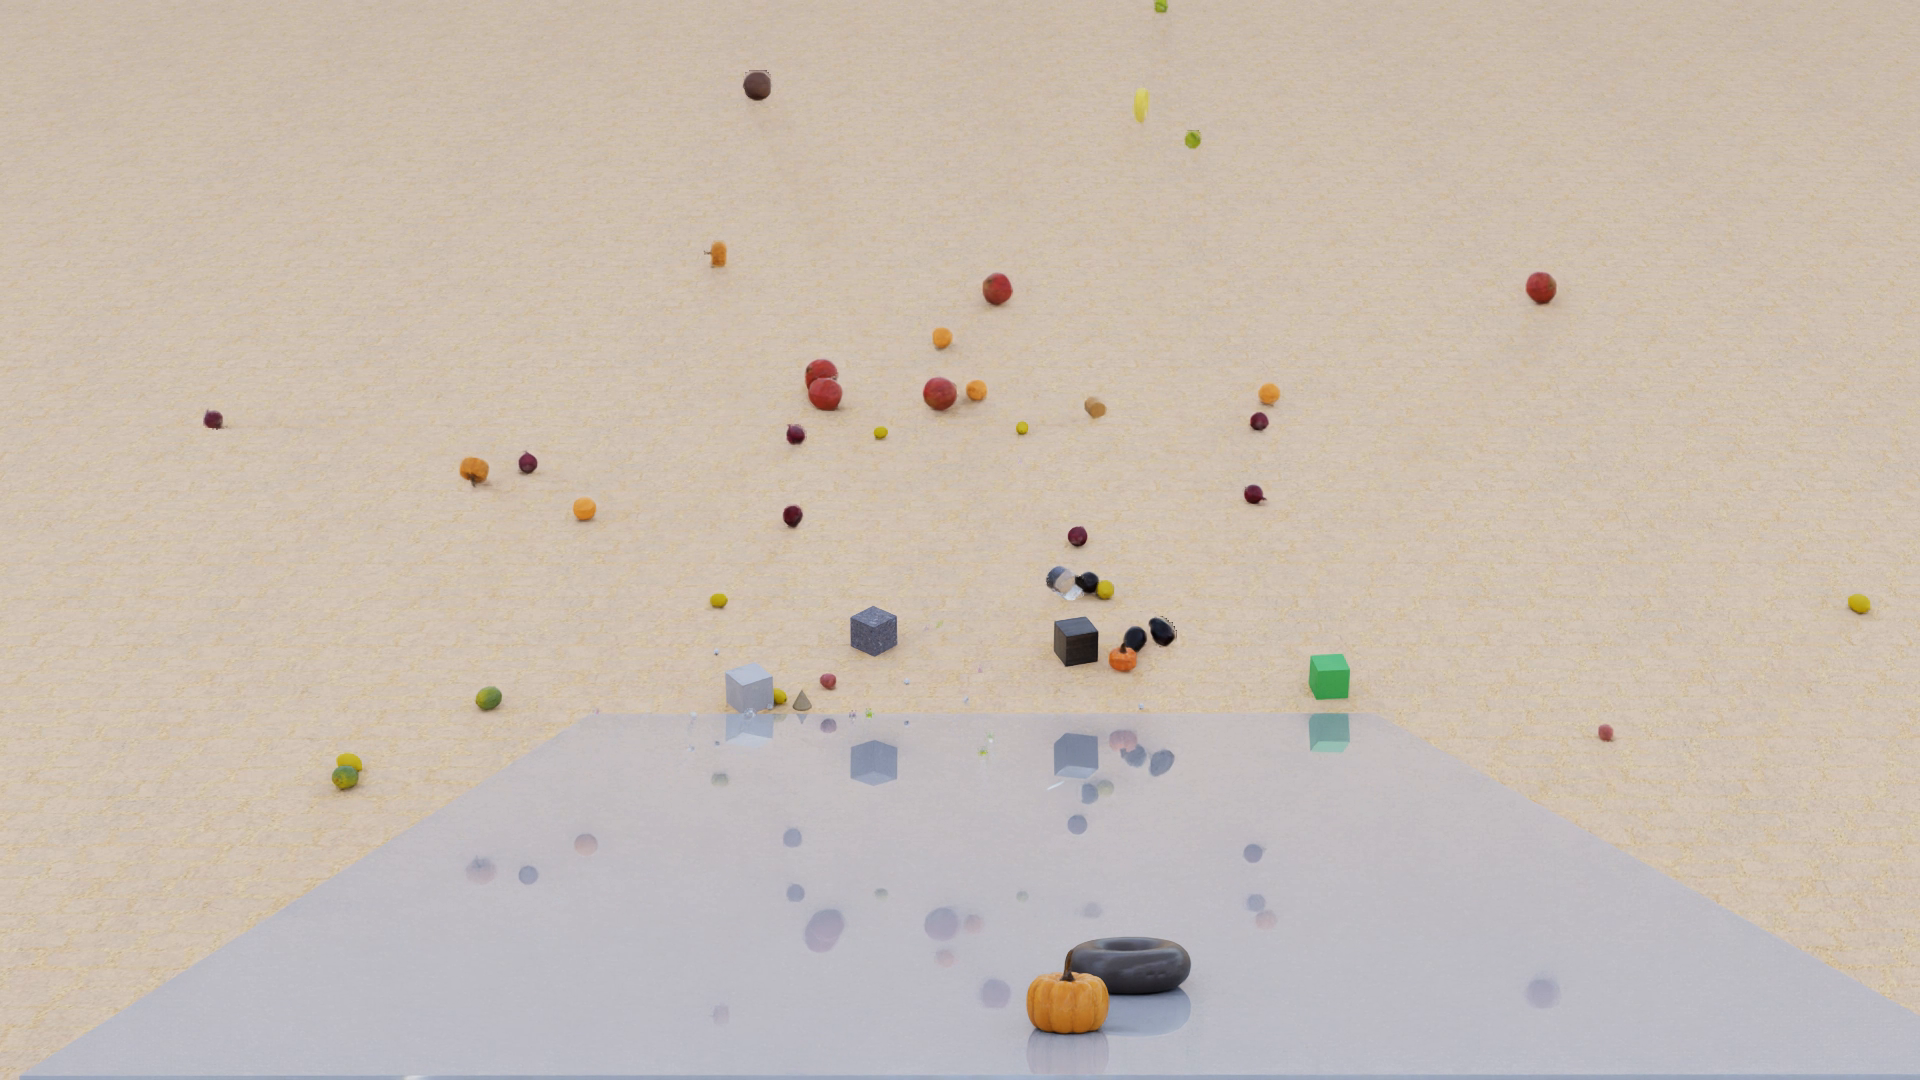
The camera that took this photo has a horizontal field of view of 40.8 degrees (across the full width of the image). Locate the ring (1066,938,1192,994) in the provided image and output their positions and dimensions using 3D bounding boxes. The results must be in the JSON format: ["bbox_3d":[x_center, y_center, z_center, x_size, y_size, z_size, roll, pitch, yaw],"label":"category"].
[{"bbox_3d":[0.197,0.499,3.027,0.148,0.049,0.148,-1,1,0],"label":"ring"}]

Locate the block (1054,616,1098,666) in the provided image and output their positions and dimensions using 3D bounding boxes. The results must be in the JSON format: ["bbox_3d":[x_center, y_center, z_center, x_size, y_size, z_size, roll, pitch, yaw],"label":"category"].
[{"bbox_3d":[0.315,0.275,7.010,0.093,0.093,0.093,-9,27,-17],"label":"block"}]

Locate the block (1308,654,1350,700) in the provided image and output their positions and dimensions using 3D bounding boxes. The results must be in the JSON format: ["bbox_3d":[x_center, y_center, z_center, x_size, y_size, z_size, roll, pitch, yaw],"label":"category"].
[{"bbox_3d":[0.979,0.362,6.841,0.087,0.087,0.087,-3,26,-5],"label":"block"}]

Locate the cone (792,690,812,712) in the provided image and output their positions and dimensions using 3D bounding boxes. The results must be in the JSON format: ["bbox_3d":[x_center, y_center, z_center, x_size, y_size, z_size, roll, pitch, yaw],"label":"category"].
[{"bbox_3d":[-0.415,0.414,6.776,0.052,0.052,0.052,0,26,0],"label":"cone"}]

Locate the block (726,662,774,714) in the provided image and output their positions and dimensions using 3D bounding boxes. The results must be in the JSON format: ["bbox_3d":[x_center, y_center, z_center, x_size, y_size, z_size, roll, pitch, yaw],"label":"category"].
[{"bbox_3d":[-0.553,0.391,6.776,0.092,0.092,0.092,-17,31,-30],"label":"block"}]

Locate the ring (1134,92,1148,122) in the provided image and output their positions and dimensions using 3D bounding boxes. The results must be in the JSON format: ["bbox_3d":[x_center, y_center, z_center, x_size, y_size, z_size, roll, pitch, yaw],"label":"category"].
[{"bbox_3d":[0.800,-1.915,11.407,0.046,0.138,0.138,5,27,16],"label":"ring"}]

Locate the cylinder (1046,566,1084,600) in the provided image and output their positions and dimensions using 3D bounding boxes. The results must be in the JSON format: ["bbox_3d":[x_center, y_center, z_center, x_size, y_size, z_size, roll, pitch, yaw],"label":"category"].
[{"bbox_3d":[0.298,0.123,7.339,0.077,0.077,0.077,-16,31,-30],"label":"cylinder"}]

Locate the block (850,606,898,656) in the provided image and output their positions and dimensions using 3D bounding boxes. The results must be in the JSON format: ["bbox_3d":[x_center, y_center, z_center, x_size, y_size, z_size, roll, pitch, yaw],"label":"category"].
[{"bbox_3d":[-0.236,0.249,7.066,0.090,0.090,0.090,22,34,37],"label":"block"}]

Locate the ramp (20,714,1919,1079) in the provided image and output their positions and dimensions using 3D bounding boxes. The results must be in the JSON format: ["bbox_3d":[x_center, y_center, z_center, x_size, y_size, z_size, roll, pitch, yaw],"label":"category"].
[{"bbox_3d":[0.059,0.538,4.574,2.000,0.100,4.000,0,1,0],"label":"ramp"}]
